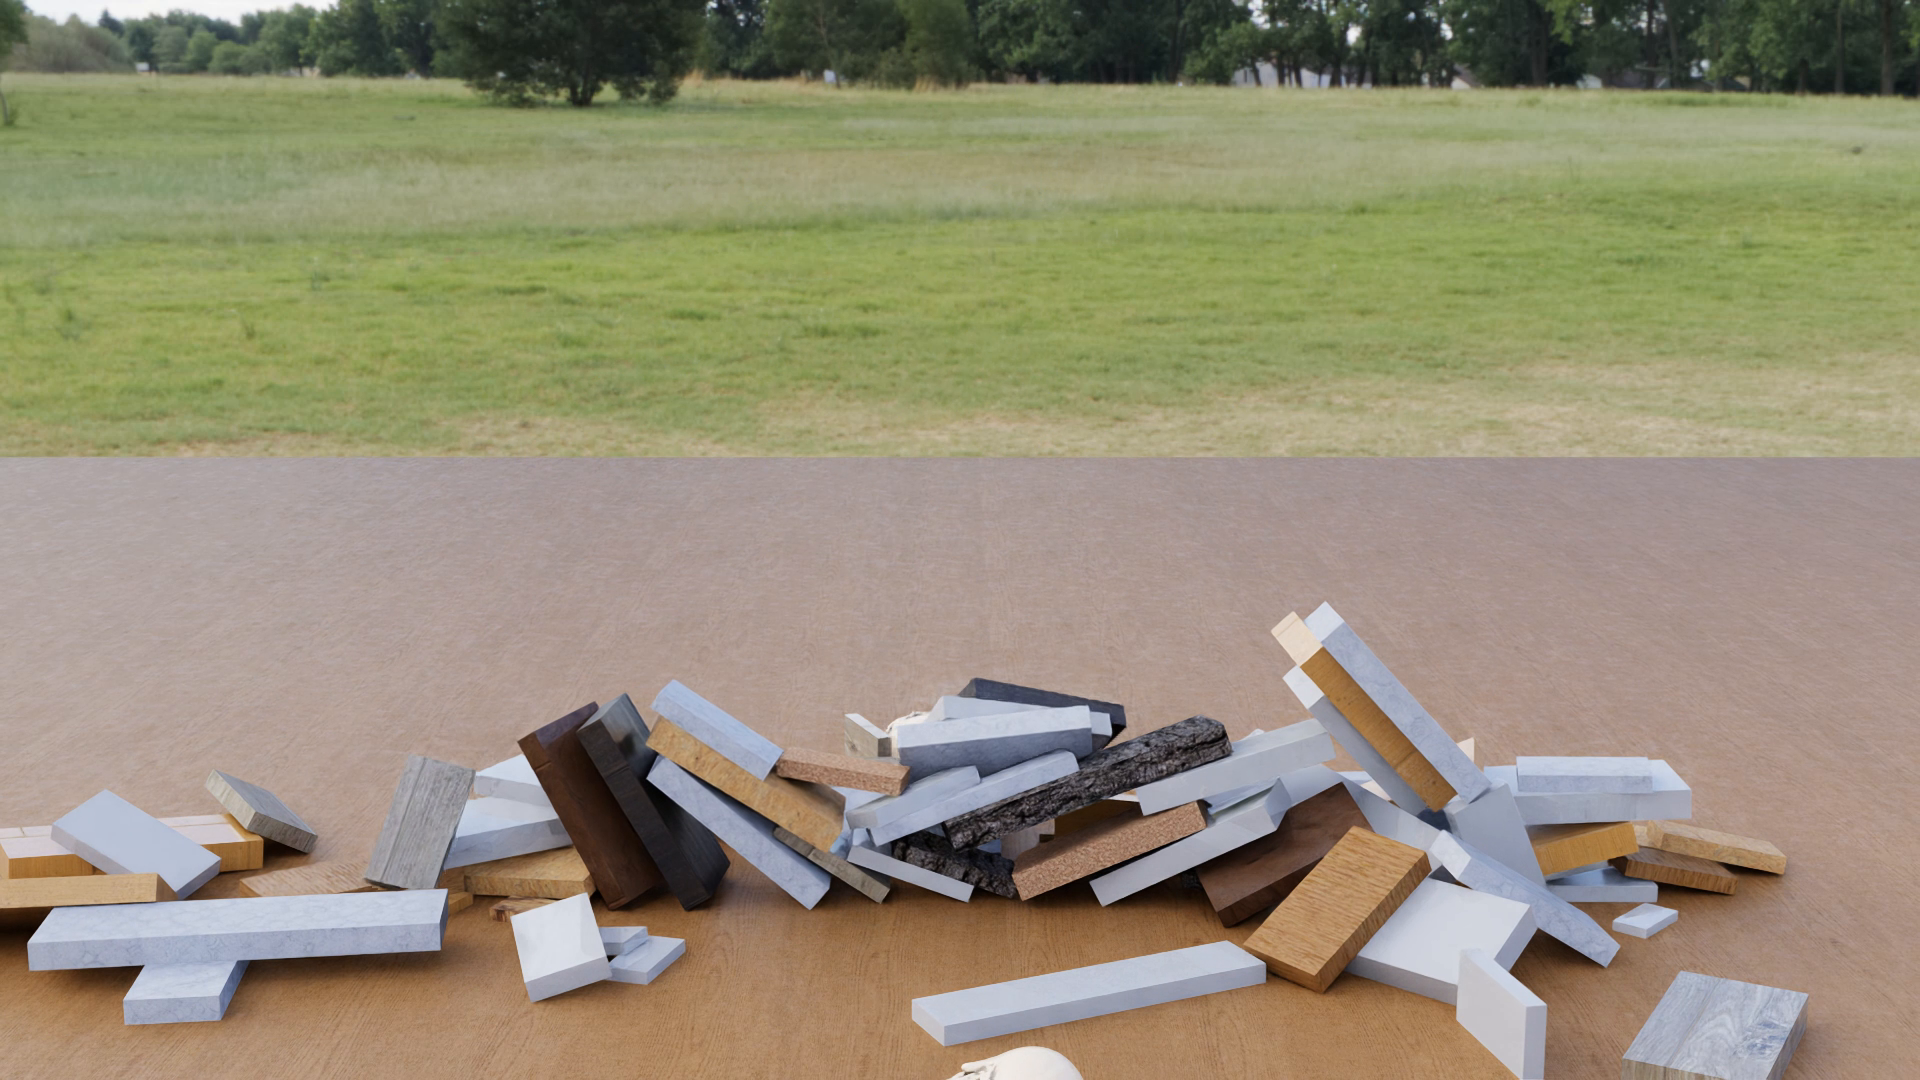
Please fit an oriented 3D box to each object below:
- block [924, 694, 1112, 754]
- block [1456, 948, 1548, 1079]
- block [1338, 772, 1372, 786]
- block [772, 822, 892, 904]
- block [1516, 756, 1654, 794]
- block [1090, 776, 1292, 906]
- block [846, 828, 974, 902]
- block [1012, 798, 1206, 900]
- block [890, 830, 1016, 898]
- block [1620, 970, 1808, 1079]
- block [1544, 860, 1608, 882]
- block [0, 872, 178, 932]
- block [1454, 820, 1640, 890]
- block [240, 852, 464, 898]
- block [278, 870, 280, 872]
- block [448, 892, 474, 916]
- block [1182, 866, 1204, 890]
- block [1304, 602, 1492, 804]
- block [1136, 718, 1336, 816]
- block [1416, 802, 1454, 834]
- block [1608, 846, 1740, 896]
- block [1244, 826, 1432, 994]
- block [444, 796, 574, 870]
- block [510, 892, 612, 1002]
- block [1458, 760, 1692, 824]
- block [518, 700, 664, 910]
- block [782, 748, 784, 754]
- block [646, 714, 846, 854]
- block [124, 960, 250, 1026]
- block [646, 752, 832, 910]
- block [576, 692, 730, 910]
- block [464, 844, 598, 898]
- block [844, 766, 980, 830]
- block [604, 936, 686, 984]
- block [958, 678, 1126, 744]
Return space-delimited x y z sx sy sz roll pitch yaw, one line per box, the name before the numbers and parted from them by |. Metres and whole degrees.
block | 0.089 0.342 3.799 0.310 0.044 0.155 8 -37 -20
block | 0.746 0.653 3.038 0.030 0.106 0.212 -2 11 -11
block | 0.700 0.463 4.159 0.232 0.033 0.116 -3 1 14
block | -0.212 0.519 3.659 0.212 0.030 0.106 33 9 -6
block | 1.026 0.386 3.620 0.211 0.030 0.105 -1 11 12
block | 0.381 0.497 3.627 0.324 0.046 0.162 -27 1 20
block | -0.083 0.538 3.665 0.212 0.030 0.106 20 9 -5
block | 0.249 0.499 3.644 0.324 0.046 0.162 -23 2 7
block | -0.010 0.533 3.669 0.212 0.030 0.106 20 9 -7
block | 1.037 0.687 3.009 0.177 0.050 0.354 6 12 29
block | 0.975 0.539 3.678 0.196 0.028 0.098 -15 10 9
block | -1.406 0.569 3.446 0.316 0.045 0.158 -1 -22 -8
block | 0.936 0.512 3.669 0.345 0.049 0.172 -16 10 6
block | -0.990 0.563 3.587 0.316 0.045 0.158 -8 14 -37
block | -1.127 0.582 3.662 0.066 0.019 0.132 -1 11 -4
block | -0.876 0.590 3.615 0.132 0.019 0.066 5 12 23
block | 0.492 0.510 3.751 0.130 0.037 0.259 5 32 32
block | 0.699 0.258 3.529 0.050 0.353 0.176 -42 6 6
block | 0.451 0.371 3.625 0.324 0.046 0.162 -17 3 5
block | 0.722 0.518 3.679 0.345 0.049 0.172 -15 10 3
block | 1.194 0.551 3.695 0.196 0.028 0.098 11 9 -7
block | 0.575 0.558 3.343 0.281 0.040 0.140 -41 35 -27
block | -0.759 0.481 3.722 0.356 0.050 0.178 -8 13 -26
block | -0.606 0.614 3.330 0.122 0.035 0.245 -17 17 -12
block | 1.017 0.420 3.657 0.345 0.049 0.172 -3 10 3
block | -0.592 0.438 3.643 0.045 0.316 0.158 -30 -1 34
block | -0.466 0.461 4.005 0.305 0.043 0.153 -4 42 -8
block | -0.350 0.383 3.637 0.344 0.049 0.172 32 9 -7
block | -1.140 0.646 3.263 0.132 0.037 0.264 -1 11 -7
block | -0.360 0.461 3.649 0.344 0.049 0.172 40 8 -7
block | -0.505 0.431 3.647 0.049 0.344 0.172 -29 6 10
block | -0.705 0.548 3.673 0.248 0.035 0.124 -1 22 21
block | -0.078 0.426 3.636 0.206 0.029 0.103 -20 2 -32
block | -0.480 0.639 3.351 0.071 0.020 0.141 3 11 16
block | 0.124 0.320 3.849 0.299 0.042 0.149 12 -39 -25
